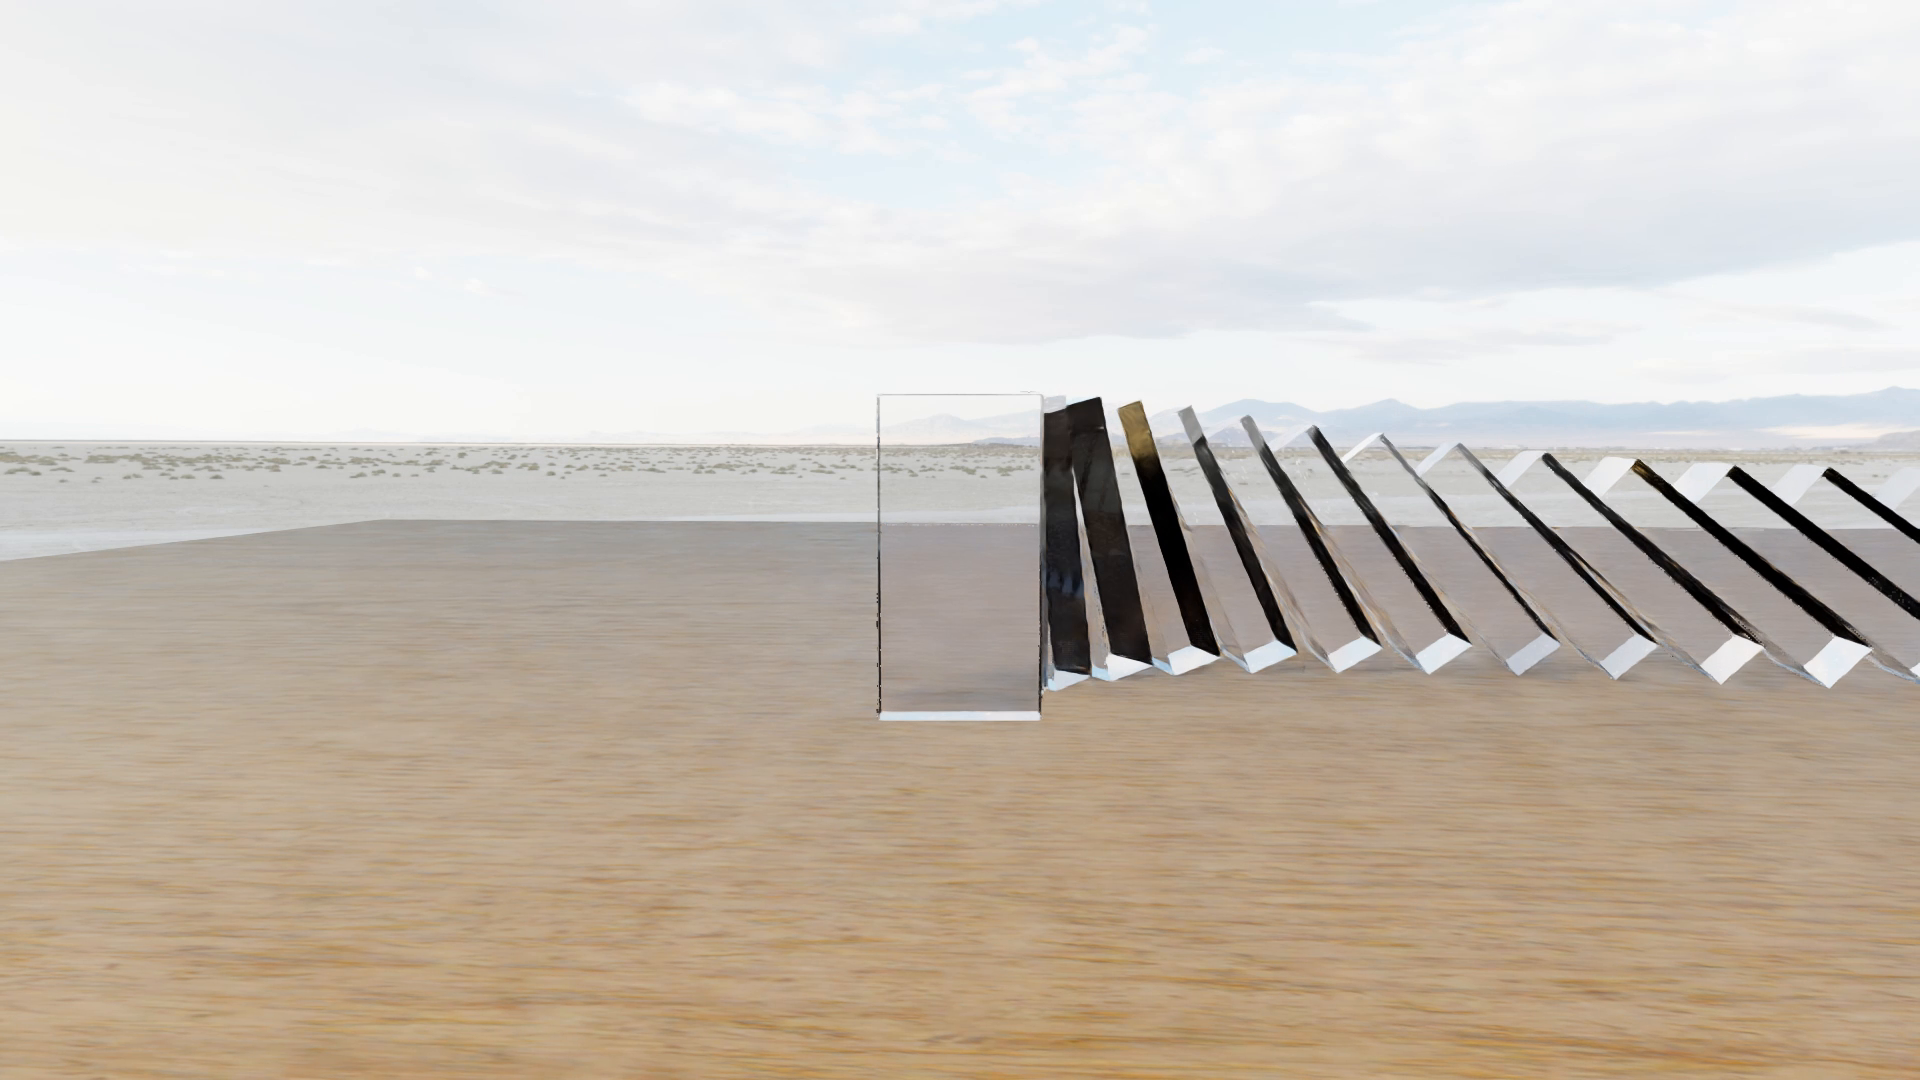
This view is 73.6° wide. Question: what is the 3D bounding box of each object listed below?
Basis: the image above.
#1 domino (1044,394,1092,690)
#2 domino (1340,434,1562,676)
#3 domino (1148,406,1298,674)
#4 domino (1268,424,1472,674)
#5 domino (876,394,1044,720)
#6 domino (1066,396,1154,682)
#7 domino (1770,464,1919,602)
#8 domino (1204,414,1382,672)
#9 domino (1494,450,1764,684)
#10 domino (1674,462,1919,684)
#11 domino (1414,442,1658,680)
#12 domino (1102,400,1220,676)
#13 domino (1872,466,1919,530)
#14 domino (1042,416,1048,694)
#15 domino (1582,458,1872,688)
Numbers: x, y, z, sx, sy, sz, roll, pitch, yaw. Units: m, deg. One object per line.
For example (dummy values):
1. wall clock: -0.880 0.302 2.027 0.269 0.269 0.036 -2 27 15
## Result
1. domino: 0.009 0.000 0.229 0.010 0.050 0.025 -15 13 -41
2. domino: 0.093 0.002 0.248 0.010 0.050 0.025 -40 -5 13
3. domino: 0.048 -0.001 0.248 0.010 0.050 0.025 -24 4 1
4. domino: 0.077 0.001 0.249 0.010 0.050 0.025 -35 0 7
5. domino: 0.000 0.002 0.200 0.025 0.050 0.010 0 6 0
6. domino: 0.020 -0.001 0.238 0.010 0.050 0.025 -17 11 -24
7. domino: 0.172 0.006 0.231 0.050 0.009 0.025 41 17 14
8. domino: 0.062 0.000 0.249 0.010 0.050 0.025 -30 2 5
9. domino: 0.124 0.004 0.242 0.050 0.010 0.025 45 13 8
10. domino: 0.155 0.006 0.234 0.050 0.009 0.025 41 14 10
11. domino: 0.108 0.003 0.245 0.010 0.050 0.025 -44 -7 14
12. domino: 0.034 -0.001 0.245 0.010 0.050 0.025 -20 8 -9
13. domino: 0.188 0.007 0.225 0.050 0.010 0.025 42 20 17
14. domino: 0.001 0.001 0.215 0.025 0.050 0.009 1 11 17
15. domino: 0.139 0.005 0.238 0.050 0.010 0.025 42 13 8
